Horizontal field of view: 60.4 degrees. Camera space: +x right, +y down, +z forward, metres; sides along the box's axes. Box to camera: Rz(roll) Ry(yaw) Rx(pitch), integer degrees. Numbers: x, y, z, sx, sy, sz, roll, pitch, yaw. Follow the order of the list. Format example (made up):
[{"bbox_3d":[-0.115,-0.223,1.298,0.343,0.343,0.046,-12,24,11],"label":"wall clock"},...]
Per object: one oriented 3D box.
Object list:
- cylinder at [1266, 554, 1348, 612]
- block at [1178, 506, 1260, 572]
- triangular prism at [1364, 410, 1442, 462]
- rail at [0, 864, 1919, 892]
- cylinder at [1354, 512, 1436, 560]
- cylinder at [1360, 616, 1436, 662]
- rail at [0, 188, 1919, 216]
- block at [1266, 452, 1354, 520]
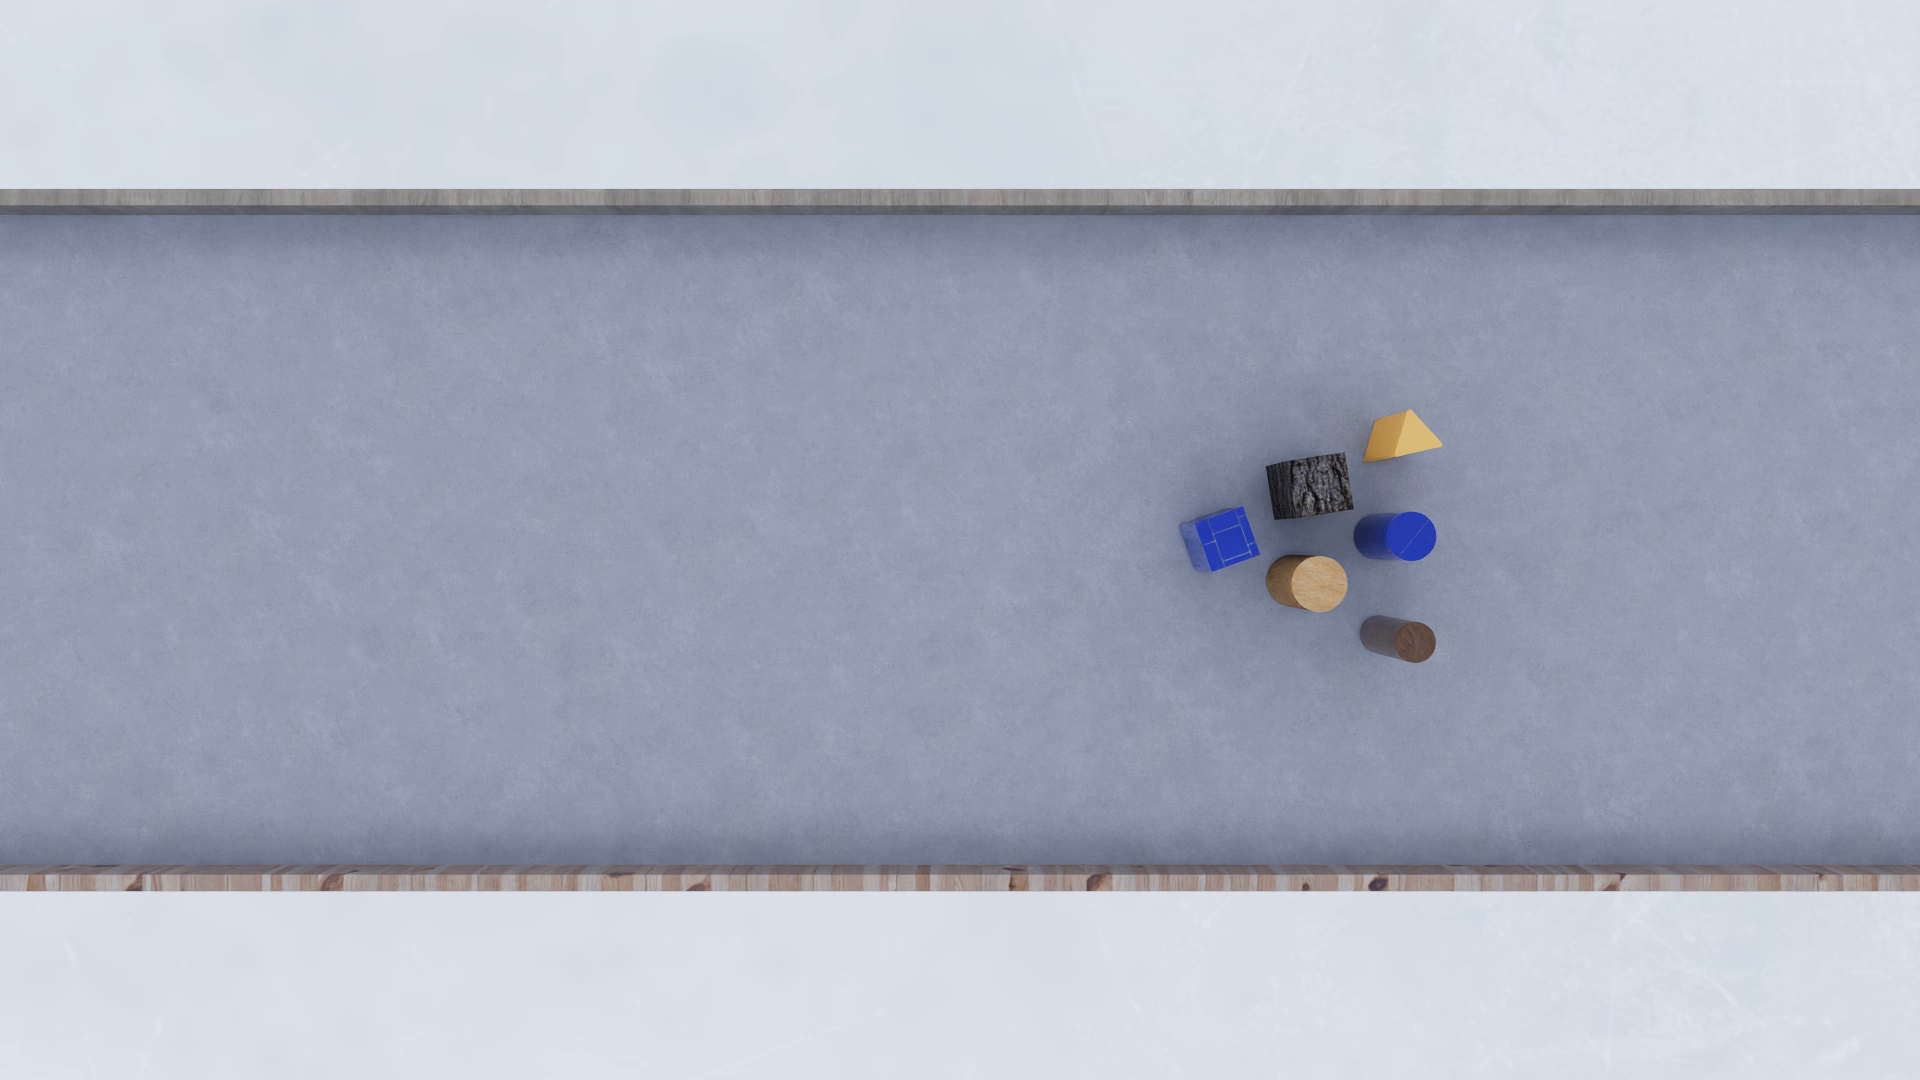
[{"bbox_3d":[1.021,0.125,4.881,0.159,0.391,0.159,0,90,0],"label":"cylinder"},{"bbox_3d":[0.766,-0.002,4.900,0.147,0.352,0.147,-20,90,0],"label":"block"},{"bbox_3d":[1.297,-0.314,4.894,0.138,0.364,0.119,-13,90,0],"label":"triangular prism"},{"bbox_3d":[-2.247,1.025,5.001,12.000,0.150,0.050,0,90,0],"label":"rail"},{"bbox_3d":[1.281,-0.010,4.877,0.140,0.399,0.140,0,90,0],"label":"cylinder"},{"bbox_3d":[1.289,0.290,4.872,0.117,0.410,0.117,0,90,0],"label":"cylinder"},{"bbox_3d":[-2.247,-1.025,5.002,12.000,0.150,0.050,0,90,0],"label":"rail"},{"bbox_3d":[1.037,-0.158,4.908,0.167,0.338,0.167,-9,90,0],"label":"block"}]
